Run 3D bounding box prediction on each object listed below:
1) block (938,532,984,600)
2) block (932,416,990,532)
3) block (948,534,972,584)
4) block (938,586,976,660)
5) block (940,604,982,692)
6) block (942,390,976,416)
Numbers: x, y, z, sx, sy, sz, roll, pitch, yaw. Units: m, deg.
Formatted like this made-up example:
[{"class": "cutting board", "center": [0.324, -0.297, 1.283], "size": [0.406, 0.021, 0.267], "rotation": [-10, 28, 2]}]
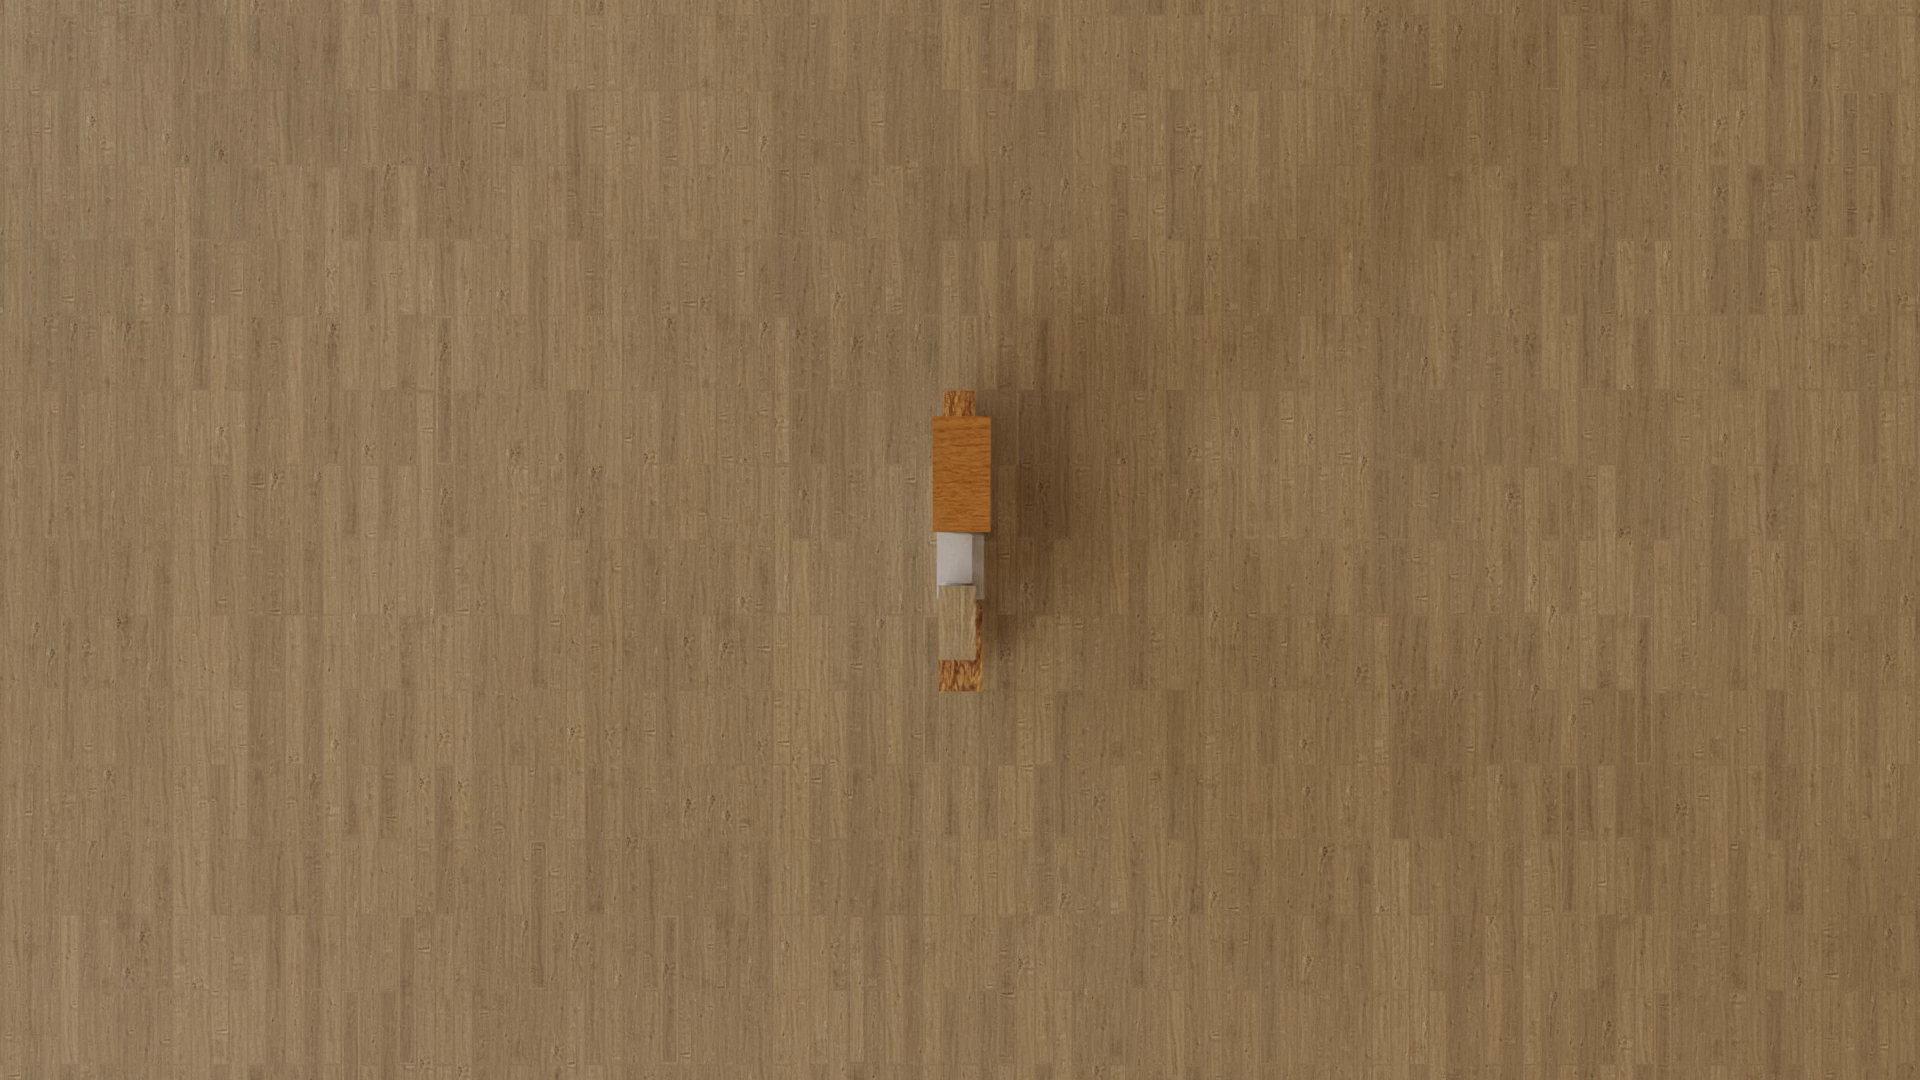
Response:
[{"class": "block", "center": [0.002, 0.035, 4.685], "size": [0.133, 0.038, 0.266], "rotation": [0, 90, 0]}, {"class": "block", "center": [0.005, -0.173, 4.342], "size": [0.152, 0.043, 0.303], "rotation": [0, 90, 0]}, {"class": "block", "center": [-0.001, 0.052, 4.523], "size": [0.067, 0.019, 0.134], "rotation": [0, 90, 0]}, {"class": "block", "center": [-0.008, 0.223, 4.451], "size": [0.100, 0.028, 0.200], "rotation": [0, 89, 0]}, {"class": "block", "center": [0.003, 0.339, 5.206], "size": [0.137, 0.039, 0.274], "rotation": [0, 90, 0]}, {"class": "block", "center": [-0.003, -0.373, 5.279], "size": [0.103, 0.029, 0.206], "rotation": [0, 90, 0]}]
